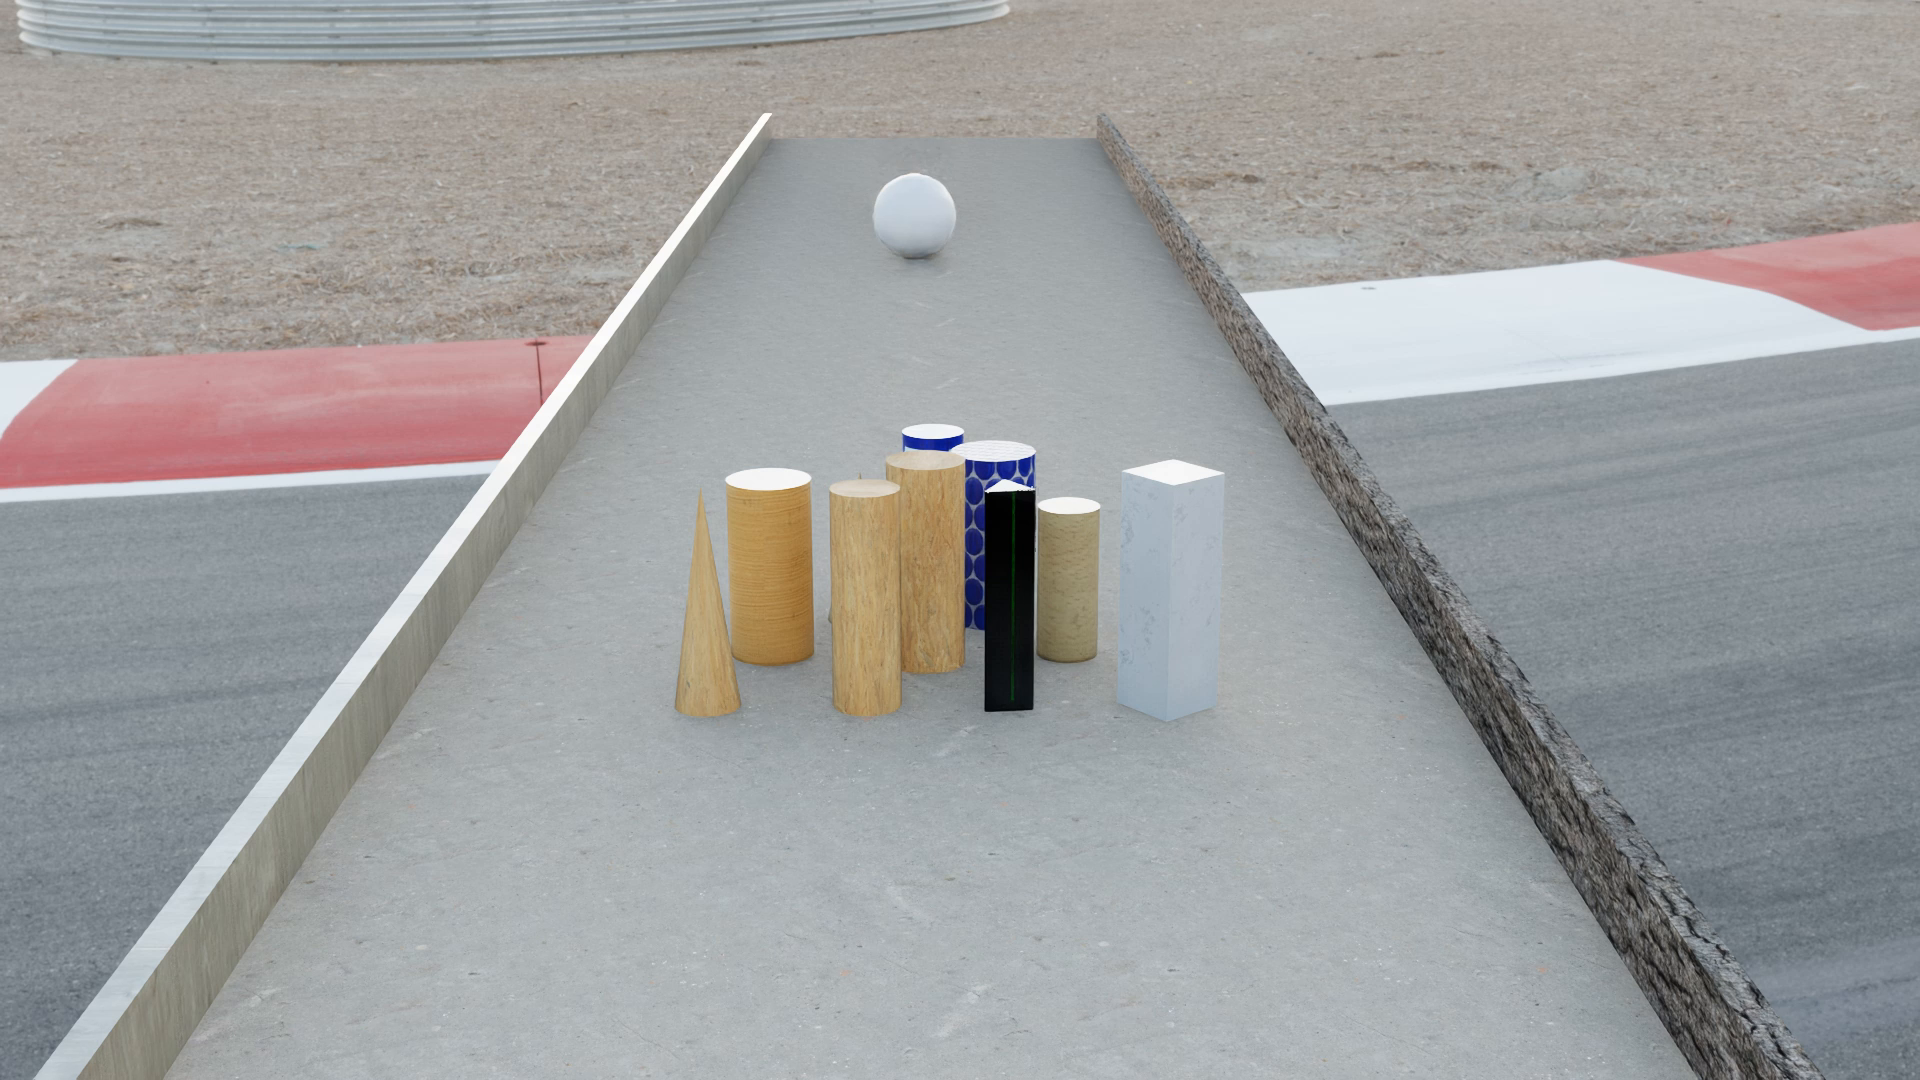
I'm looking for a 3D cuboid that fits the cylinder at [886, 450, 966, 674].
[{"bbox_3d":[-0.067,0.043,4.355,0.155,0.415,0.155,0,17,0],"label":"cylinder"}]

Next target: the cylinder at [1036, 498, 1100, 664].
[{"bbox_3d":[0.217,0.080,4.413,0.123,0.310,0.123,0,17,0],"label":"cylinder"}]

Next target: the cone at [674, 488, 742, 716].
[{"bbox_3d":[-0.478,0.106,4.113,0.126,0.433,0.126,0,17,0],"label":"cone"}]

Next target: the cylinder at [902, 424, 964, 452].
[{"bbox_3d":[-0.059,-0.075,4.880,0.135,0.342,0.135,0,17,0],"label":"cylinder"}]

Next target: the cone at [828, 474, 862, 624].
[{"bbox_3d":[-0.209,0.010,4.622,0.144,0.325,0.144,0,17,0],"label":"cone"}]

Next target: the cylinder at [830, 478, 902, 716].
[{"bbox_3d":[-0.176,0.108,4.119,0.131,0.425,0.131,0,17,0],"label":"cylinder"}]

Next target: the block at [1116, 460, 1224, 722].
[{"bbox_3d":[0.393,0.093,4.115,0.134,0.455,0.134,-13,21,-38],"label":"block"}]

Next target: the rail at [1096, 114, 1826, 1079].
[{"bbox_3d":[0.932,-0.844,7.801,0.050,0.150,12.000,0,17,-1],"label":"rail"}]

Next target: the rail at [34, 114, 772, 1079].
[{"bbox_3d":[-1.118,-0.838,7.780,0.050,0.150,12.000,0,17,-1],"label":"rail"}]

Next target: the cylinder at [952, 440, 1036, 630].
[{"bbox_3d":[0.070,-0.010,4.621,0.176,0.365,0.176,0,17,0],"label":"cylinder"}]

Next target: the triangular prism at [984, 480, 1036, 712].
[{"bbox_3d":[0.087,0.104,4.121,0.092,0.430,0.079,-2,17,-7],"label":"triangular prism"}]

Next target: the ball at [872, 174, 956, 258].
[{"bbox_3d":[-0.189,-1.350,9.158,0.346,0.346,0.346,0,17,0],"label":"ball"}]

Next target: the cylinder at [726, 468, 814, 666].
[{"bbox_3d":[-0.380,0.053,4.412,0.169,0.363,0.169,0,17,0],"label":"cylinder"}]
